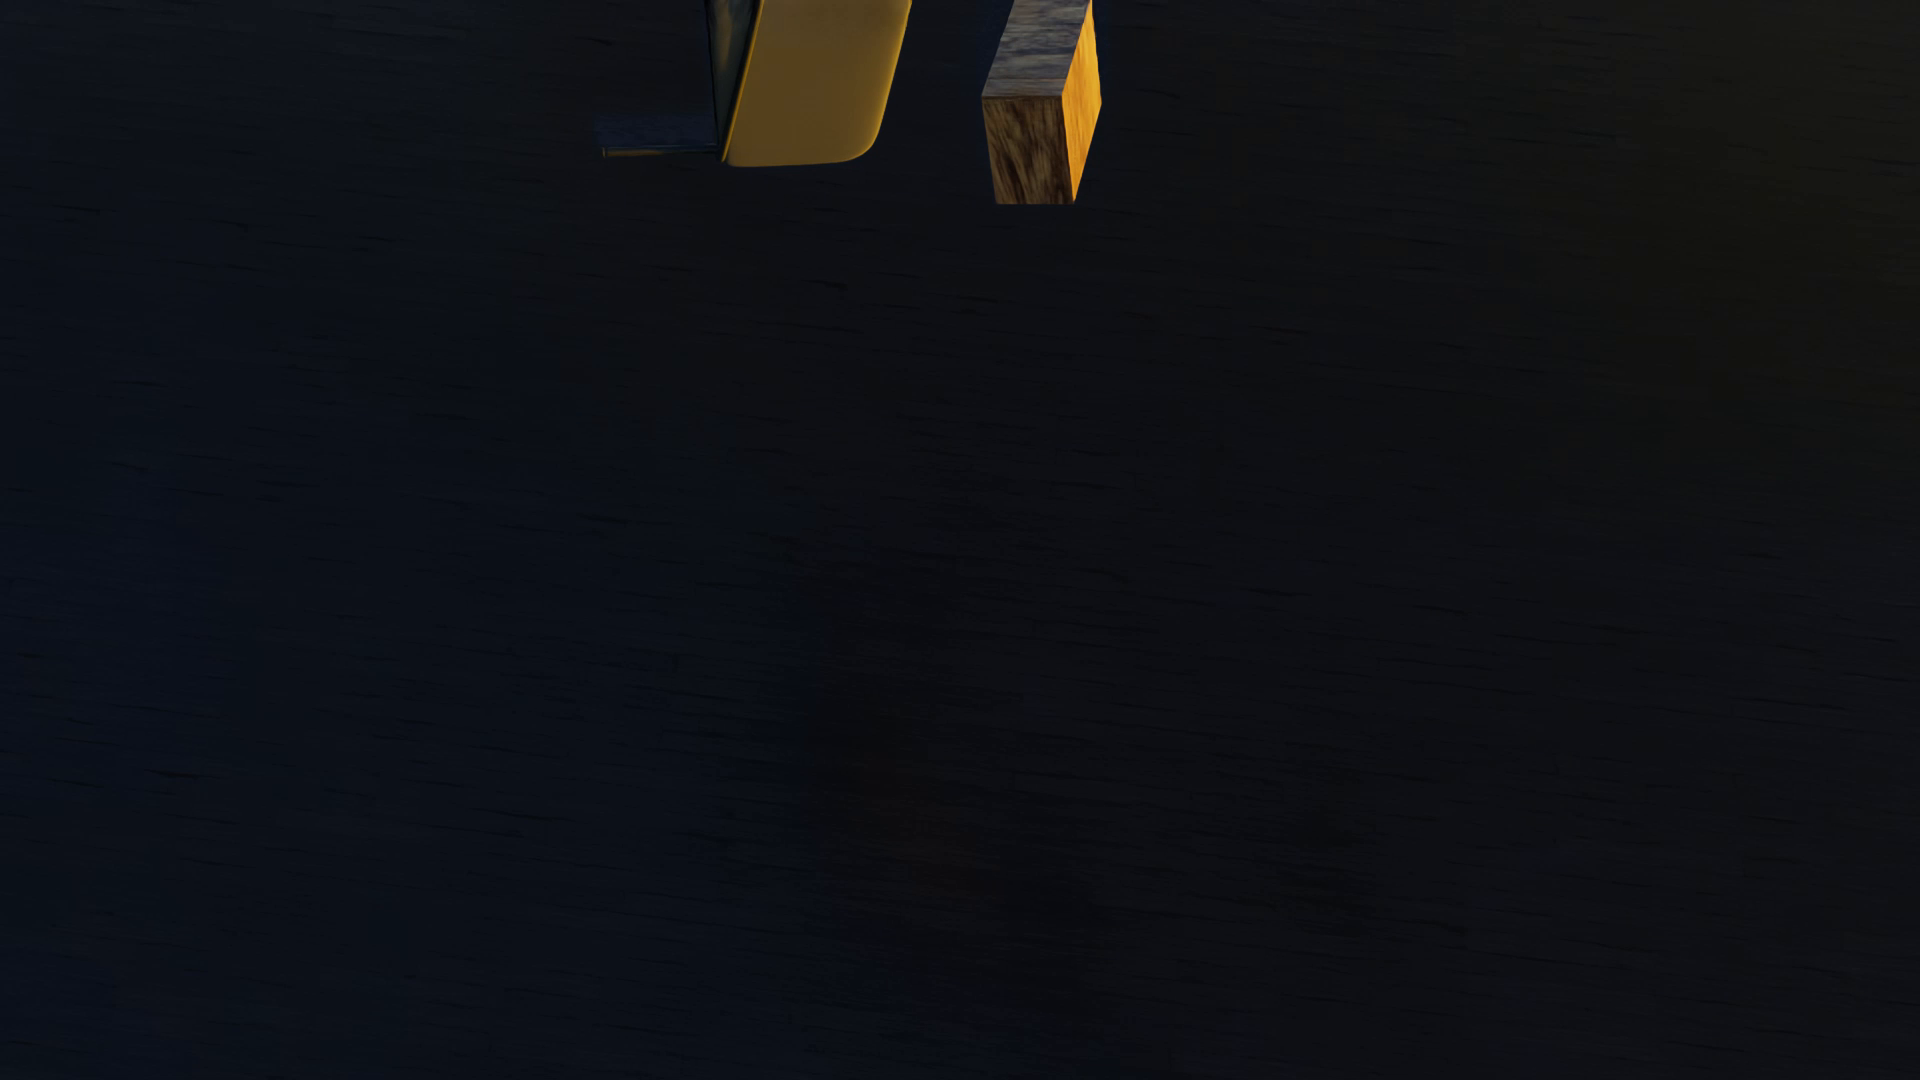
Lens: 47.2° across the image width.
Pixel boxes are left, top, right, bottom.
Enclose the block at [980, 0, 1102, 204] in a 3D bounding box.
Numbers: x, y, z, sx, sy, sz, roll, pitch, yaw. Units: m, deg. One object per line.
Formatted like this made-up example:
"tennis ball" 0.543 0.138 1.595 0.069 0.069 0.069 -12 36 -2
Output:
"block" 0.105 -0.550 2.747 0.098 0.154 0.231 2 43 13
